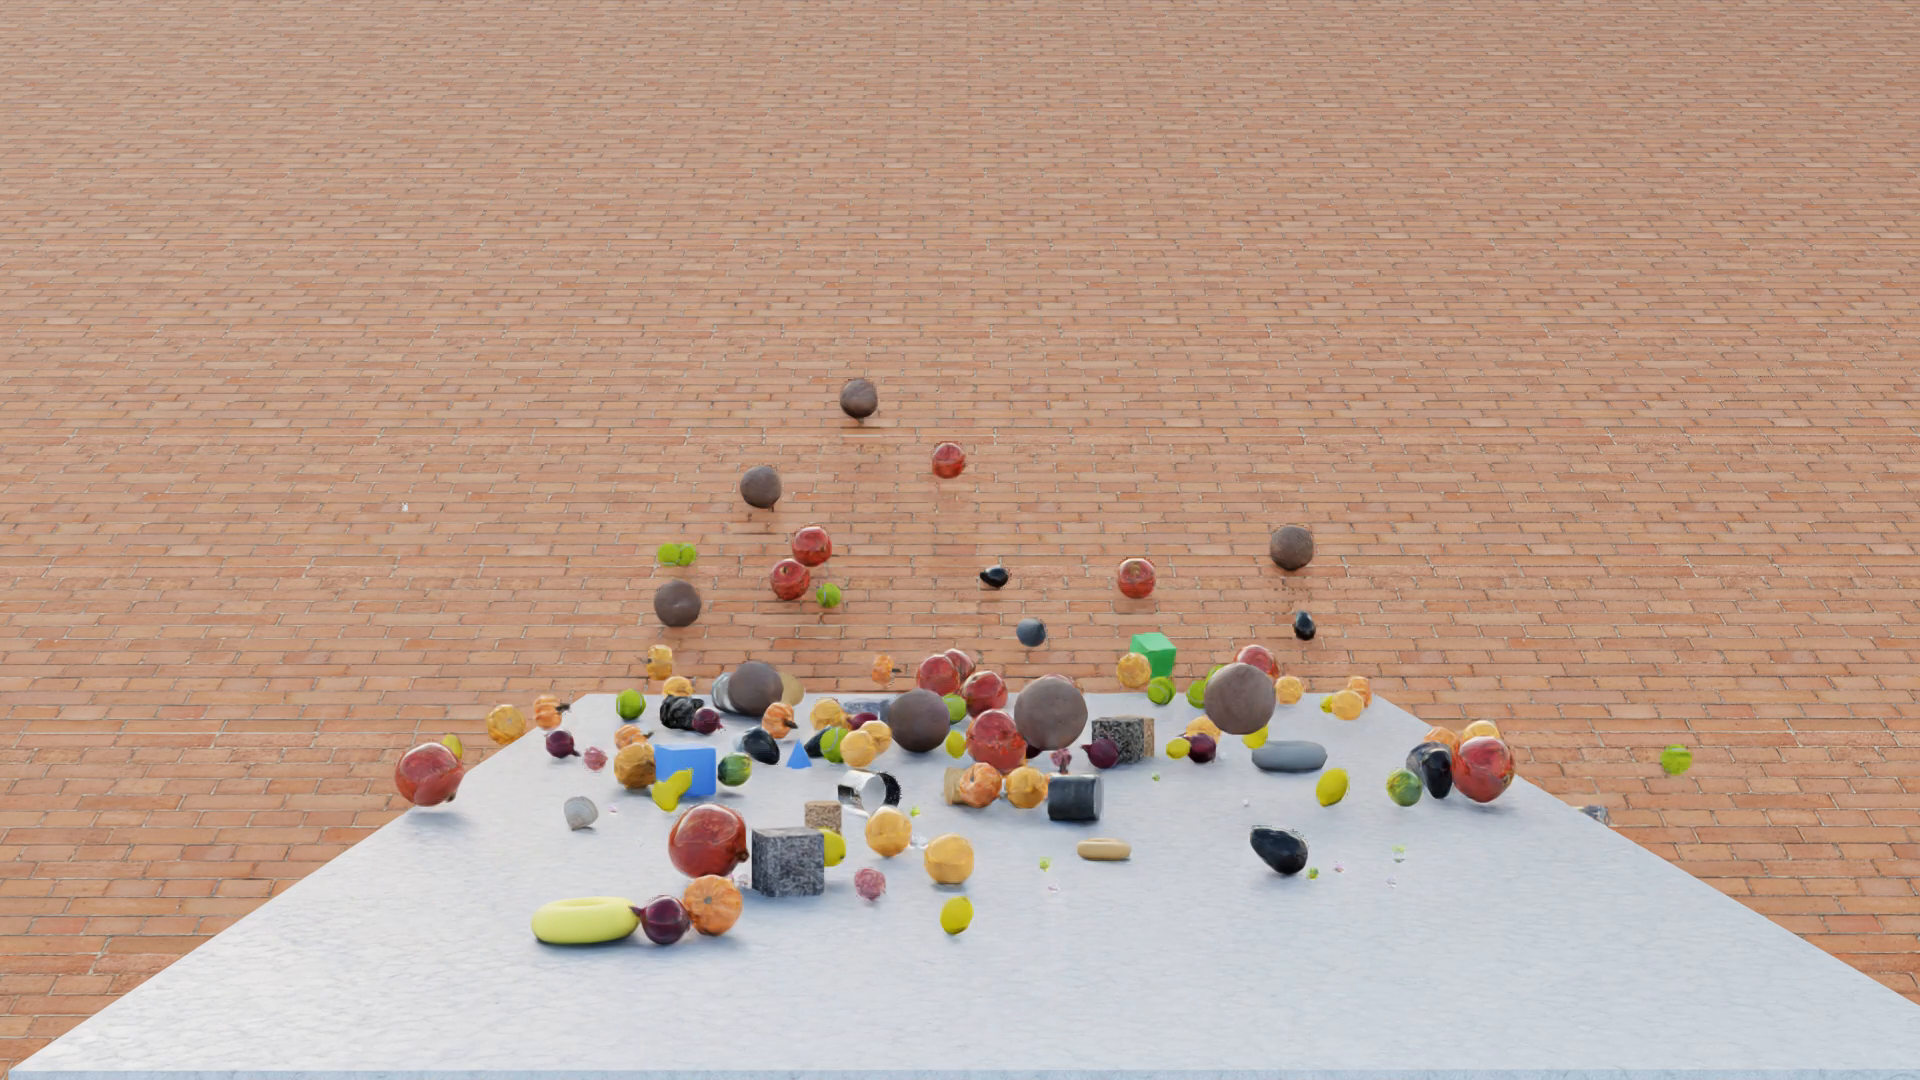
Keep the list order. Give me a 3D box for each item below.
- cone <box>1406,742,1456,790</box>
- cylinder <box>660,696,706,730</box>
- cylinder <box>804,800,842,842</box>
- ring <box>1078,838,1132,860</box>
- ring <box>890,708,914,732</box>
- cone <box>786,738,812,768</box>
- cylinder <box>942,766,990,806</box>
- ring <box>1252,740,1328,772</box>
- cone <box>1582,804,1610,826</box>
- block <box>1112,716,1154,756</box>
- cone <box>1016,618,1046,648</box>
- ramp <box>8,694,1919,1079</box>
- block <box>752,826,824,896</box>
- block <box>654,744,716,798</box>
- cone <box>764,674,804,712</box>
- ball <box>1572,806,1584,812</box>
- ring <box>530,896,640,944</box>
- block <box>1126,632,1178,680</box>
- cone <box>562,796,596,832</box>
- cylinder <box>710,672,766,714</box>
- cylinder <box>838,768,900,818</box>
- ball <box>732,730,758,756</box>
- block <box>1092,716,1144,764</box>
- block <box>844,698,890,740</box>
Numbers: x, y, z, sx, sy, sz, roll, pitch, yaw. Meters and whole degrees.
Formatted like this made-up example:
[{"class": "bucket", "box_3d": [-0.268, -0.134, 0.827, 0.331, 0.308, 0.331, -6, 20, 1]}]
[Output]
[{"class": "cone", "box_3d": [0.868, 0.431, 4.700, 0.092, 0.092, 0.092, -1, 29, -3]}, {"class": "cylinder", "box_3d": [-0.611, 0.381, 5.679, 0.072, 0.072, 0.072, 4, 24, 27]}, {"class": "cylinder", "box_3d": [-0.217, 0.444, 4.065, 0.059, 0.059, 0.059, 0, 2, 0]}, {"class": "ring", "box_3d": [0.218, 0.466, 3.886, 0.081, 0.027, 0.081, 0, 0, 0]}, {"class": "ring", "box_3d": [-0.166, 0.398, 5.671, 0.134, 0.045, 0.134, -1, 3, 0]}, {"class": "cone", "box_3d": [-0.314, 0.415, 5.029, 0.054, 0.054, 0.054, 0, 2, 0]}, {"class": "cylinder", "box_3d": [0.011, 0.427, 4.470, 0.064, 0.064, 0.064, 6, 21, -23]}, {"class": "ring", "box_3d": [0.637, 0.418, 4.991, 0.146, 0.049, 0.146, 0, 2, 0]}, {"class": "cone", "box_3d": [1.192, 0.528, 4.818, 0.058, 0.058, 0.058, 1, 4, 2]}, {"class": "block", "box_3d": [0.339, 0.397, 5.206, 0.076, 0.076, 0.076, -2, 3, -41]}, {"class": "cone", "box_3d": [0.205, 0.237, 6.932, 0.083, 0.083, 0.083, -11, -15, -23]}, {"class": "ramp", "box_3d": [0.056, 0.507, 4.550, 2.000, 0.100, 4.000, 0, 2, 0]}, {"class": "block", "box_3d": [-0.240, 0.448, 3.598, 0.082, 0.082, 0.082, -1, 2, -20]}, {"class": "block", "box_3d": [-0.494, 0.413, 4.630, 0.084, 0.084, 0.084, -1, 2, -27]}, {"class": "cone", "box_3d": [-0.427, 0.383, 6.114, 0.098, 0.098, 0.098, 4, 29, 8]}, {"class": "ball", "box_3d": [1.451, 0.670, 6.047, 0.091, 0.091, 0.091, 0, 24, 0]}, {"class": "ring", "box_3d": [-0.471, 0.478, 3.244, 0.138, 0.046, 0.138, -3, 0, 0]}, {"class": "block", "box_3d": [0.508, 0.307, 6.826, 0.087, 0.087, 0.087, -3, 29, -27]}, {"class": "cone", "box_3d": [-0.624, 0.457, 4.188, 0.058, 0.058, 0.058, 1, 37, 3]}, {"class": "cylinder", "box_3d": [-0.520, 0.360, 6.049, 0.093, 0.093, 0.093, -20, 13, -37]}, {"class": "cylinder", "box_3d": [-0.153, 0.426, 4.333, 0.077, 0.077, 0.077, -17, 11, -32]}, {"class": "ball", "box_3d": [-0.434, 0.410, 5.201, 0.051, 0.051, 0.051, 0, 24, 0]}, {"class": "block", "box_3d": [0.313, 0.397, 5.115, 0.082, 0.082, 0.082, 1, 2, 19]}, {"class": "block", "box_3d": [-0.200, 0.385, 5.549, 0.078, 0.078, 0.078, 1, 2, 16]}]
